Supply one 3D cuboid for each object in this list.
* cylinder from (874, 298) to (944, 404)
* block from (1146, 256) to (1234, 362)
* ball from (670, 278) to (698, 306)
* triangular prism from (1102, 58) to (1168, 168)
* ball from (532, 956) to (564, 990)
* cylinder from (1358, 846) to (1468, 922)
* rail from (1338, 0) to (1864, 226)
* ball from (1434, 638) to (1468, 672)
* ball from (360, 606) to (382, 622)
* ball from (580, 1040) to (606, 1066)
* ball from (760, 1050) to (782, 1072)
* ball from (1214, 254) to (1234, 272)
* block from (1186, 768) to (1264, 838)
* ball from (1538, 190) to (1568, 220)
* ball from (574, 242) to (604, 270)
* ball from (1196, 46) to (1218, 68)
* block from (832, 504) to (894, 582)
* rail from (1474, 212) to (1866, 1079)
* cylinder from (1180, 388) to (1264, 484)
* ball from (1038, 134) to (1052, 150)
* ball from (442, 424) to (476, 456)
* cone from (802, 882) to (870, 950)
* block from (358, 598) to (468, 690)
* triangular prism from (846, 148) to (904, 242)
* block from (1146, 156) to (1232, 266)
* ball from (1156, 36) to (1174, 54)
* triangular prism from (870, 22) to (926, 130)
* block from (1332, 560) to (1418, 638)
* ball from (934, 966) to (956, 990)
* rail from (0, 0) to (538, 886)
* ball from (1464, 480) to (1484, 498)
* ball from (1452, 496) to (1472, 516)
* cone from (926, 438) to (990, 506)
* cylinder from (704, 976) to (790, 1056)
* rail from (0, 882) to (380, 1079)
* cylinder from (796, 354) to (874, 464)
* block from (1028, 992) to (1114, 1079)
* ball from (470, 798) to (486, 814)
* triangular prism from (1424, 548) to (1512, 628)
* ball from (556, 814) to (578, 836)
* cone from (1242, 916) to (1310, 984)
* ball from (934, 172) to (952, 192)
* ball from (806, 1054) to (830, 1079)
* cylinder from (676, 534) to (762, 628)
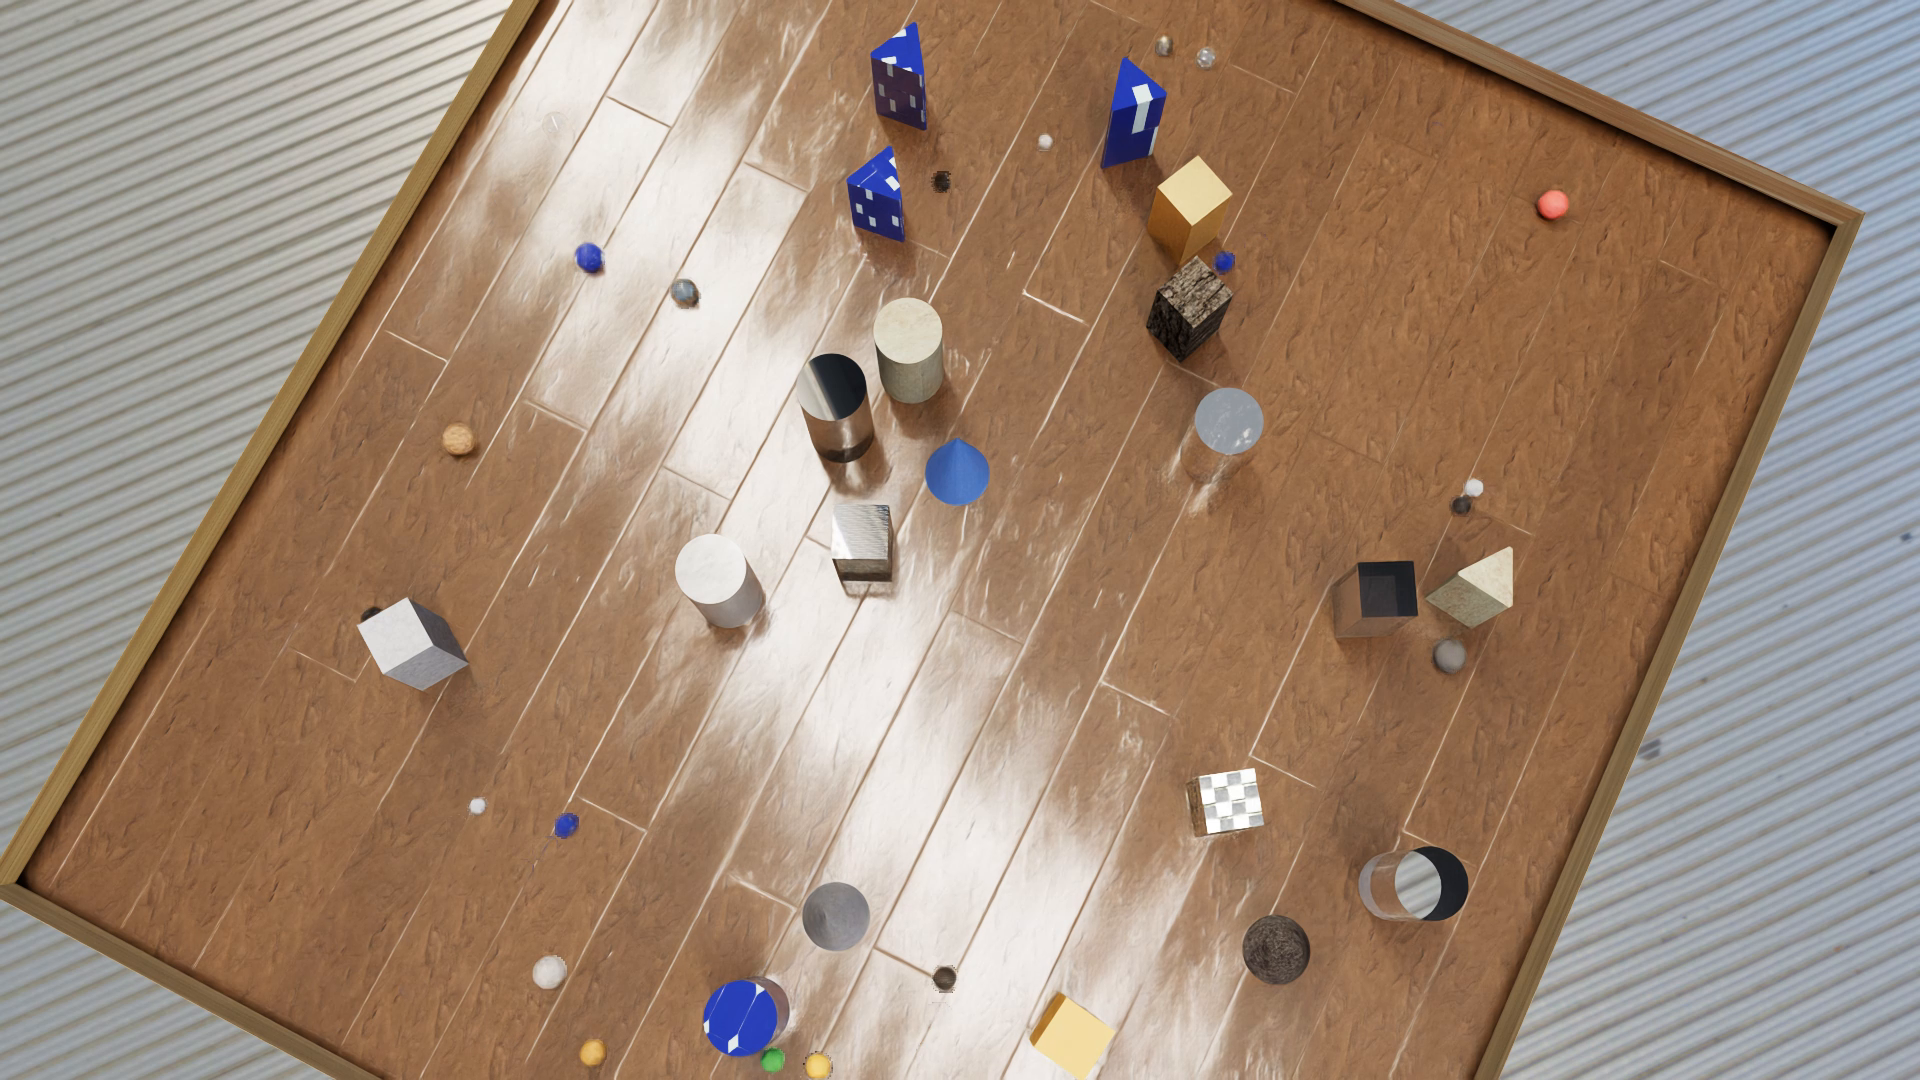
[{"bbox_3d":[-0.151,-0.565,5.519,0.200,0.421,0.200,0,78,0],"label":"cylinder"},{"bbox_3d":[0.696,-0.698,5.584,0.160,0.347,0.160,-41,81,-8],"label":"block"},{"bbox_3d":[-0.862,-0.776,5.733,0.087,0.087,0.087,0,78,0],"label":"ball"},{"bbox_3d":[0.512,-1.328,5.671,0.173,0.432,0.150,-17,79,-3],"label":"triangular prism"},{"bbox_3d":[-1.192,1.254,5.310,0.093,0.093,0.093,0,78,0],"label":"ball"},{"bbox_3d":[1.275,0.975,5.178,0.200,0.463,0.200,0,78,0],"label":"cylinder"},{"bbox_3d":[0.967,-1.886,5.940,4.116,0.130,0.045,26,80,5],"label":"rail"},{"bbox_3d":[1.470,0.347,5.494,0.100,0.100,0.100,0,78,0],"label":"ball"},{"bbox_3d":[-1.767,0.240,5.528,0.076,0.076,0.076,0,78,0],"label":"ball"},{"bbox_3d":[-1.058,1.477,5.273,0.073,0.073,0.073,0,78,0],"label":"ball"},{"bbox_3d":[-0.541,1.498,5.274,0.063,0.063,0.063,0,78,0],"label":"ball"},{"bbox_3d":[0.832,-0.873,5.767,0.059,0.059,0.059,0,78,0],"label":"ball"},{"bbox_3d":[0.765,0.765,5.311,0.160,0.288,0.160,-8,78,-2],"label":"block"},{"bbox_3d":[1.874,-1.059,5.789,0.092,0.092,0.092,0,78,0],"label":"ball"},{"bbox_3d":[-1.166,-0.890,5.756,0.089,0.089,0.089,0,78,0],"label":"ball"},{"bbox_3d":[0.796,-1.556,5.904,0.067,0.067,0.067,0,78,0],"label":"ball"},{"bbox_3d":[-0.286,0.012,5.432,0.160,0.357,0.160,1,78,0],"label":"block"},{"bbox_3d":[1.819,0.898,5.363,0.045,0.130,4.370,26,80,5],"label":"rail"},{"bbox_3d":[0.780,-0.308,5.491,0.200,0.372,0.200,0,78,0],"label":"cylinder"},{"bbox_3d":[0.273,-1.273,5.857,0.046,0.046,0.046,0,78,0],"label":"ball"},{"bbox_3d":[-1.540,-0.309,5.630,0.100,0.100,0.100,0,78,0],"label":"ball"},{"bbox_3d":[-0.364,1.066,5.190,0.200,0.403,0.200,0,78,0],"label":"cone"},{"bbox_3d":[-1.593,0.308,5.356,0.160,0.386,0.160,-30,80,-6],"label":"block"},{"bbox_3d":[-0.234,-1.080,5.662,0.173,0.348,0.150,19,79,4],"label":"triangular prism"},{"bbox_3d":[0.704,-1.011,5.651,0.160,0.342,0.160,-39,81,-7],"label":"block"},{"bbox_3d":[0.662,-1.599,5.918,0.058,0.058,0.058,0,78,0],"label":"ball"},{"bbox_3d":[-0.163,-1.456,5.716,0.173,0.396,0.150,21,79,4],"label":"triangular prism"},{"bbox_3d":[1.214,0.178,5.386,0.160,0.379,0.160,-2,78,0],"label":"block"},{"bbox_3d":[-0.044,1.273,5.318,0.069,0.069,0.069,0,78,0],"label":"ball"},{"bbox_3d":[-1.819,-0.884,5.732,0.045,0.130,4.370,26,80,5],"label":"rail"},{"bbox_3d":[1.577,-0.159,5.621,0.056,0.056,0.056,0,78,0],"label":"ball"},{"bbox_3d":[1.534,-0.104,5.608,0.059,0.059,0.059,0,78,0],"label":"ball"},{"bbox_3d":[-0.008,-0.249,5.446,0.200,0.436,0.200,0,78,0],"label":"cone"},{"bbox_3d":[-0.595,1.334,5.147,0.200,0.379,0.200,0,78,0],"label":"cylinder"},{"bbox_3d":[-0.967,1.900,5.156,4.116,0.130,0.045,26,80,5],"label":"rail"},{"bbox_3d":[-0.366,-0.385,5.445,0.200,0.493,0.200,0,78,0],"label":"cylinder"},{"bbox_3d":[0.310,1.389,5.139,0.160,0.372,0.160,34,80,7],"label":"block"},{"bbox_3d":[-1.429,0.788,5.429,0.048,0.048,0.048,0,78,0],"label":"ball"},{"bbox_3d":[1.527,0.120,5.393,0.173,0.389,0.150,33,80,6],"label":"triangular prism"},{"bbox_3d":[-1.161,0.843,5.410,0.063,0.063,0.063,0,78,0],"label":"ball"},{"bbox_3d":[0.927,1.157,5.159,0.200,0.428,0.200,0,78,0],"label":"cone"},{"bbox_3d":[-0.055,-1.137,5.822,0.059,0.059,0.059,0,78,0],"label":"ball"},{"bbox_3d":[-0.408,1.513,5.267,0.072,0.072,0.072,0,78,0],"label":"ball"},{"bbox_3d":[-0.701,0.125,5.368,0.200,0.437,0.200,0,78,0],"label":"cylinder"}]
